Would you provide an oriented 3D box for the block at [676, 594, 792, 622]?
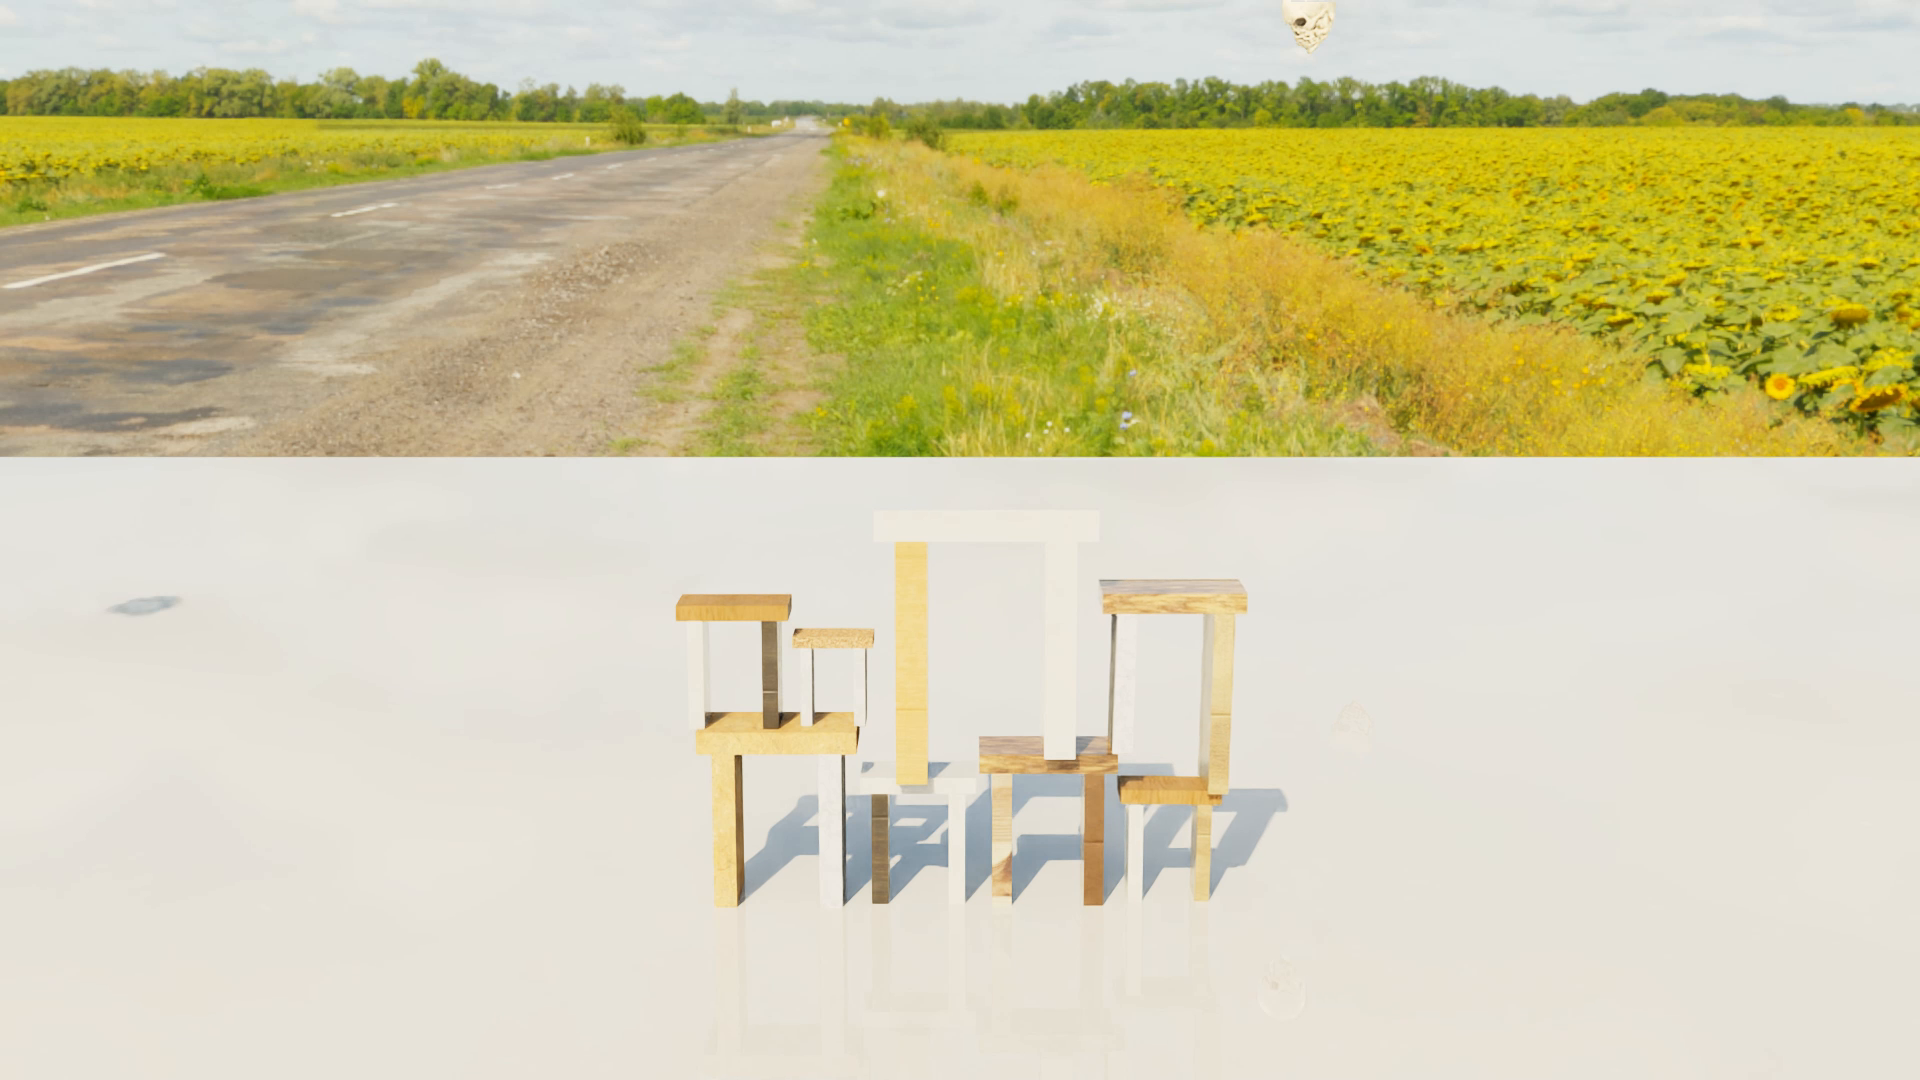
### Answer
[{"bbox_3d":[-0.367,0.110,3.578,0.180,0.026,0.090,0,11,0],"label":"block"}]

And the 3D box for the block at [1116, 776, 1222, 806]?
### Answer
[{"bbox_3d":[0.346,0.414,3.640,0.166,0.023,0.083,1,11,-1],"label":"block"}]

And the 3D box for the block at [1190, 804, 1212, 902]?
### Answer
[{"bbox_3d":[0.400,0.508,3.658,0.023,0.166,0.083,1,11,0],"label":"block"}]

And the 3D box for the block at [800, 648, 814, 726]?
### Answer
[{"bbox_3d":[-0.250,0.234,3.608,0.018,0.131,0.065,0,11,0],"label":"block"}]

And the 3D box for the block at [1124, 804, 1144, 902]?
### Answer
[{"bbox_3d":[0.289,0.508,3.658,0.023,0.166,0.083,0,11,0],"label":"block"}]

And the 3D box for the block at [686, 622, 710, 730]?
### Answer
[{"bbox_3d":[-0.427,0.211,3.597,0.026,0.180,0.090,0,11,0],"label":"block"}]

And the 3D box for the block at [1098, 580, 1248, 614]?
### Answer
[{"bbox_3d":[0.345,0.092,3.582,0.232,0.033,0.116,0,11,0],"label":"block"}]

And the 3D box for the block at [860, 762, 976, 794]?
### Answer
[{"bbox_3d":[-0.068,0.392,3.627,0.189,0.027,0.095,0,11,0],"label":"block"}]

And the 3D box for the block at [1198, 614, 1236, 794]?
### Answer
[{"bbox_3d":[0.421,0.256,3.612,0.033,0.300,0.116,1,11,-2],"label":"block"}]

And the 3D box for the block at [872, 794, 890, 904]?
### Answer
[{"bbox_3d":[-0.131,0.498,3.649,0.027,0.189,0.094,0,11,0],"label":"block"}]

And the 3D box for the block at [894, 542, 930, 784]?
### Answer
[{"bbox_3d":[-0.077,0.182,3.594,0.050,0.398,0.178,0,11,0],"label":"block"}]

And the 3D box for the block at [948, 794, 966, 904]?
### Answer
[{"bbox_3d":[-0.005,0.498,3.649,0.027,0.189,0.095,0,11,0],"label":"block"}]

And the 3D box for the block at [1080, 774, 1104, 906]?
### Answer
[{"bbox_3d":[0.219,0.480,3.646,0.032,0.225,0.113,0,11,0],"label":"block"}]

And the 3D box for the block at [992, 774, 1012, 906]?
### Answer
[{"bbox_3d":[0.069,0.480,3.646,0.032,0.225,0.113,0,11,0],"label":"block"}]

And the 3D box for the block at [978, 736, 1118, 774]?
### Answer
[{"bbox_3d":[0.144,0.353,3.623,0.225,0.032,0.113,0,11,0],"label":"block"}]

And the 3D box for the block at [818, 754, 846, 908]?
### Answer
[{"bbox_3d":[-0.211,0.463,3.644,0.037,0.259,0.130,0,11,0],"label":"block"}]

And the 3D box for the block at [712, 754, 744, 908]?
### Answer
[{"bbox_3d":[-0.384,0.463,3.644,0.037,0.259,0.130,0,11,0],"label":"block"}]

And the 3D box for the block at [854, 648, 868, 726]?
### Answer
[{"bbox_3d":[-0.163,0.234,3.608,0.018,0.130,0.065,0,11,0],"label":"block"}]

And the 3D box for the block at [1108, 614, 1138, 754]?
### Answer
[{"bbox_3d":[0.266,0.223,3.606,0.033,0.232,0.116,1,11,0],"label":"block"}]

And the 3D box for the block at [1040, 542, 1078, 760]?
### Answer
[{"bbox_3d":[0.160,0.162,3.592,0.050,0.356,0.178,0,11,0],"label":"block"}]

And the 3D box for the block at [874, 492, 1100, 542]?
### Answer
[{"bbox_3d":[0.042,-0.038,3.555,0.356,0.050,0.178,0,11,0],"label":"block"}]

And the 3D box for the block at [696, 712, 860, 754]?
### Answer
[{"bbox_3d":[-0.297,0.317,3.617,0.259,0.037,0.130,0,11,0],"label":"block"}]

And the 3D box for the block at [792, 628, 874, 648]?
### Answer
[{"bbox_3d":[-0.207,0.161,3.595,0.131,0.018,0.065,0,11,0],"label":"block"}]

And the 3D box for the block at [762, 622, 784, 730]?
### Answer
[{"bbox_3d":[-0.307,0.211,3.597,0.026,0.180,0.090,0,11,0],"label":"block"}]
